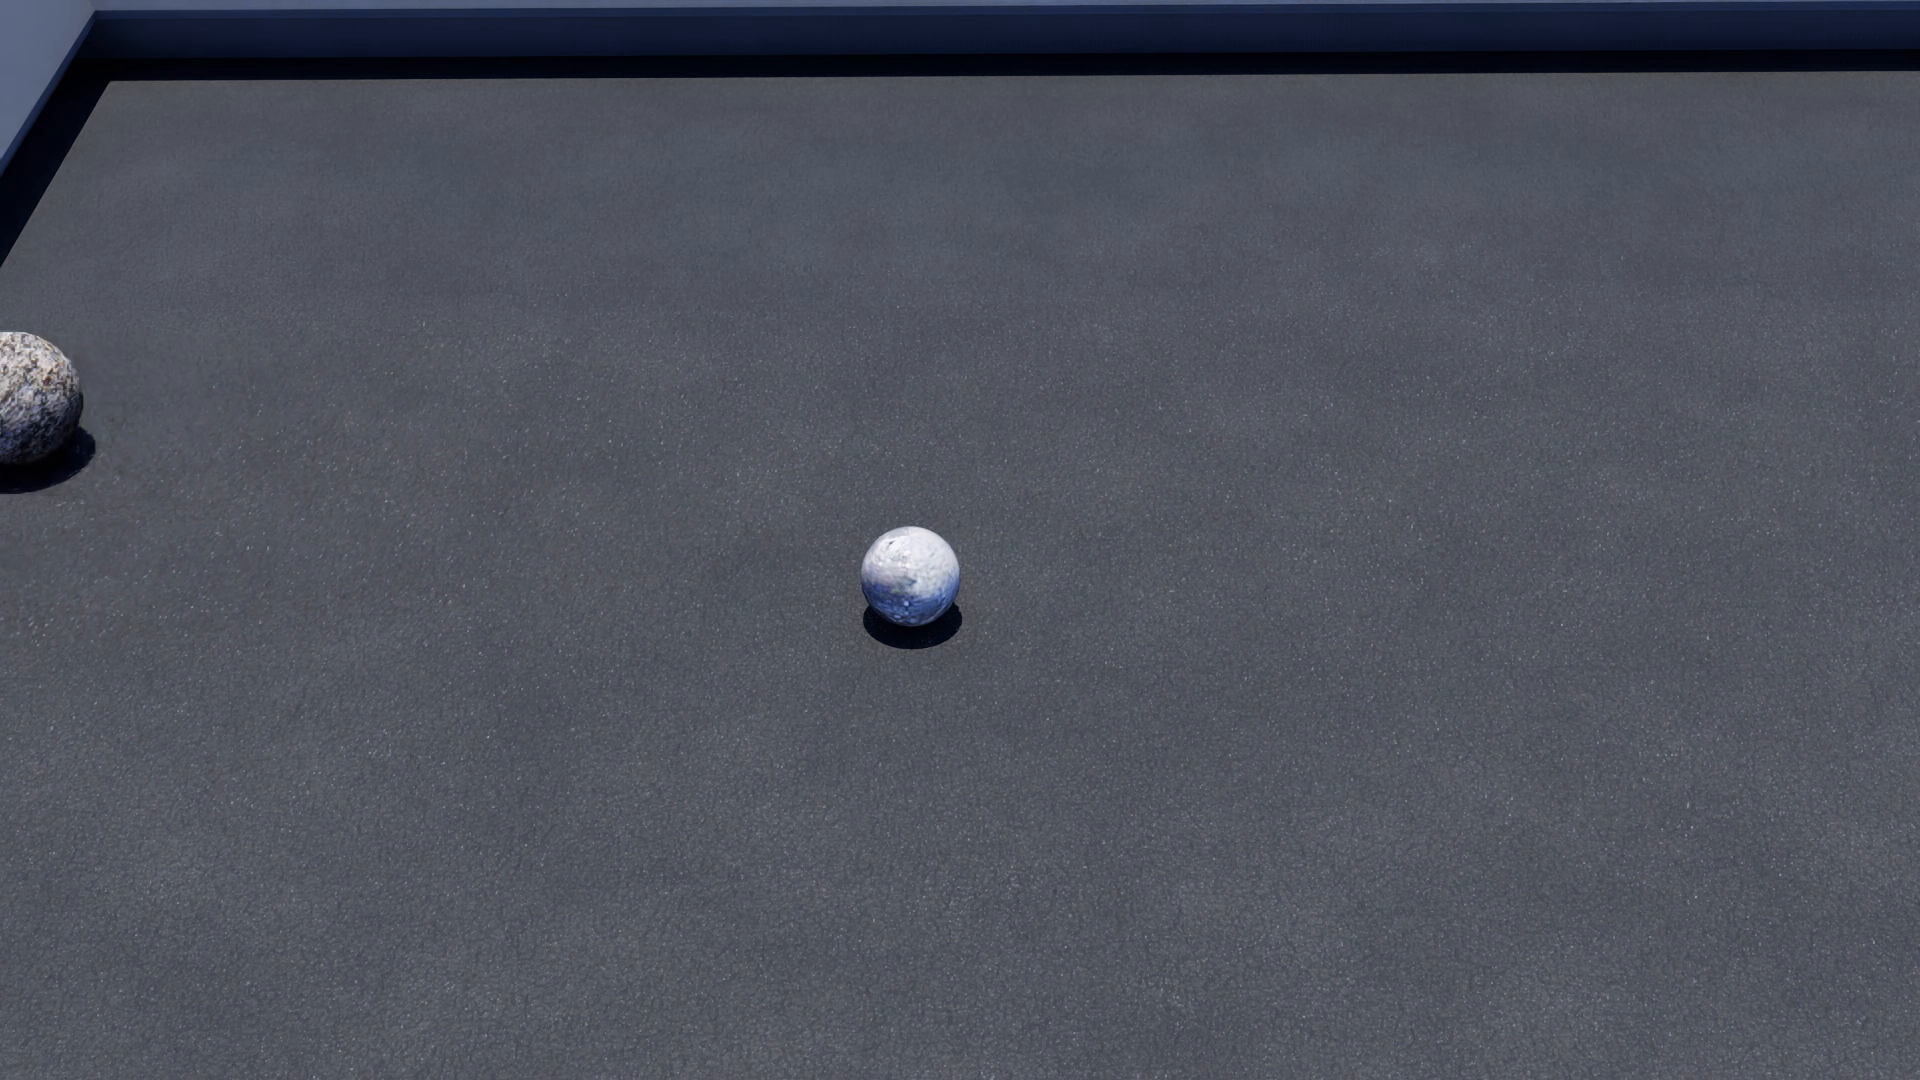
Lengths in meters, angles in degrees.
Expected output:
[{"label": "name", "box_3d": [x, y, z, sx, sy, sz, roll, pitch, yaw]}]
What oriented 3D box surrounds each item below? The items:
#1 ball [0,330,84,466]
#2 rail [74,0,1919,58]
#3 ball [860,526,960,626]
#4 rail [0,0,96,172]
[{"label": "ball", "box_3d": [-0.676, -0.101, 1.829, 0.096, 0.096, 0.096, 0, 36, 0]}, {"label": "rail", "box_3d": [0.809, -0.501, 2.359, 3.277, 0.124, 0.045, 0, 36, -1]}, {"label": "ball", "box_3d": [-0.032, 0.024, 1.680, 0.066, 0.066, 0.066, 0, 36, 0]}, {"label": "rail", "box_3d": [-0.795, -0.013, 1.679, 0.045, 0.124, 1.681, 0, 36, -1]}]
